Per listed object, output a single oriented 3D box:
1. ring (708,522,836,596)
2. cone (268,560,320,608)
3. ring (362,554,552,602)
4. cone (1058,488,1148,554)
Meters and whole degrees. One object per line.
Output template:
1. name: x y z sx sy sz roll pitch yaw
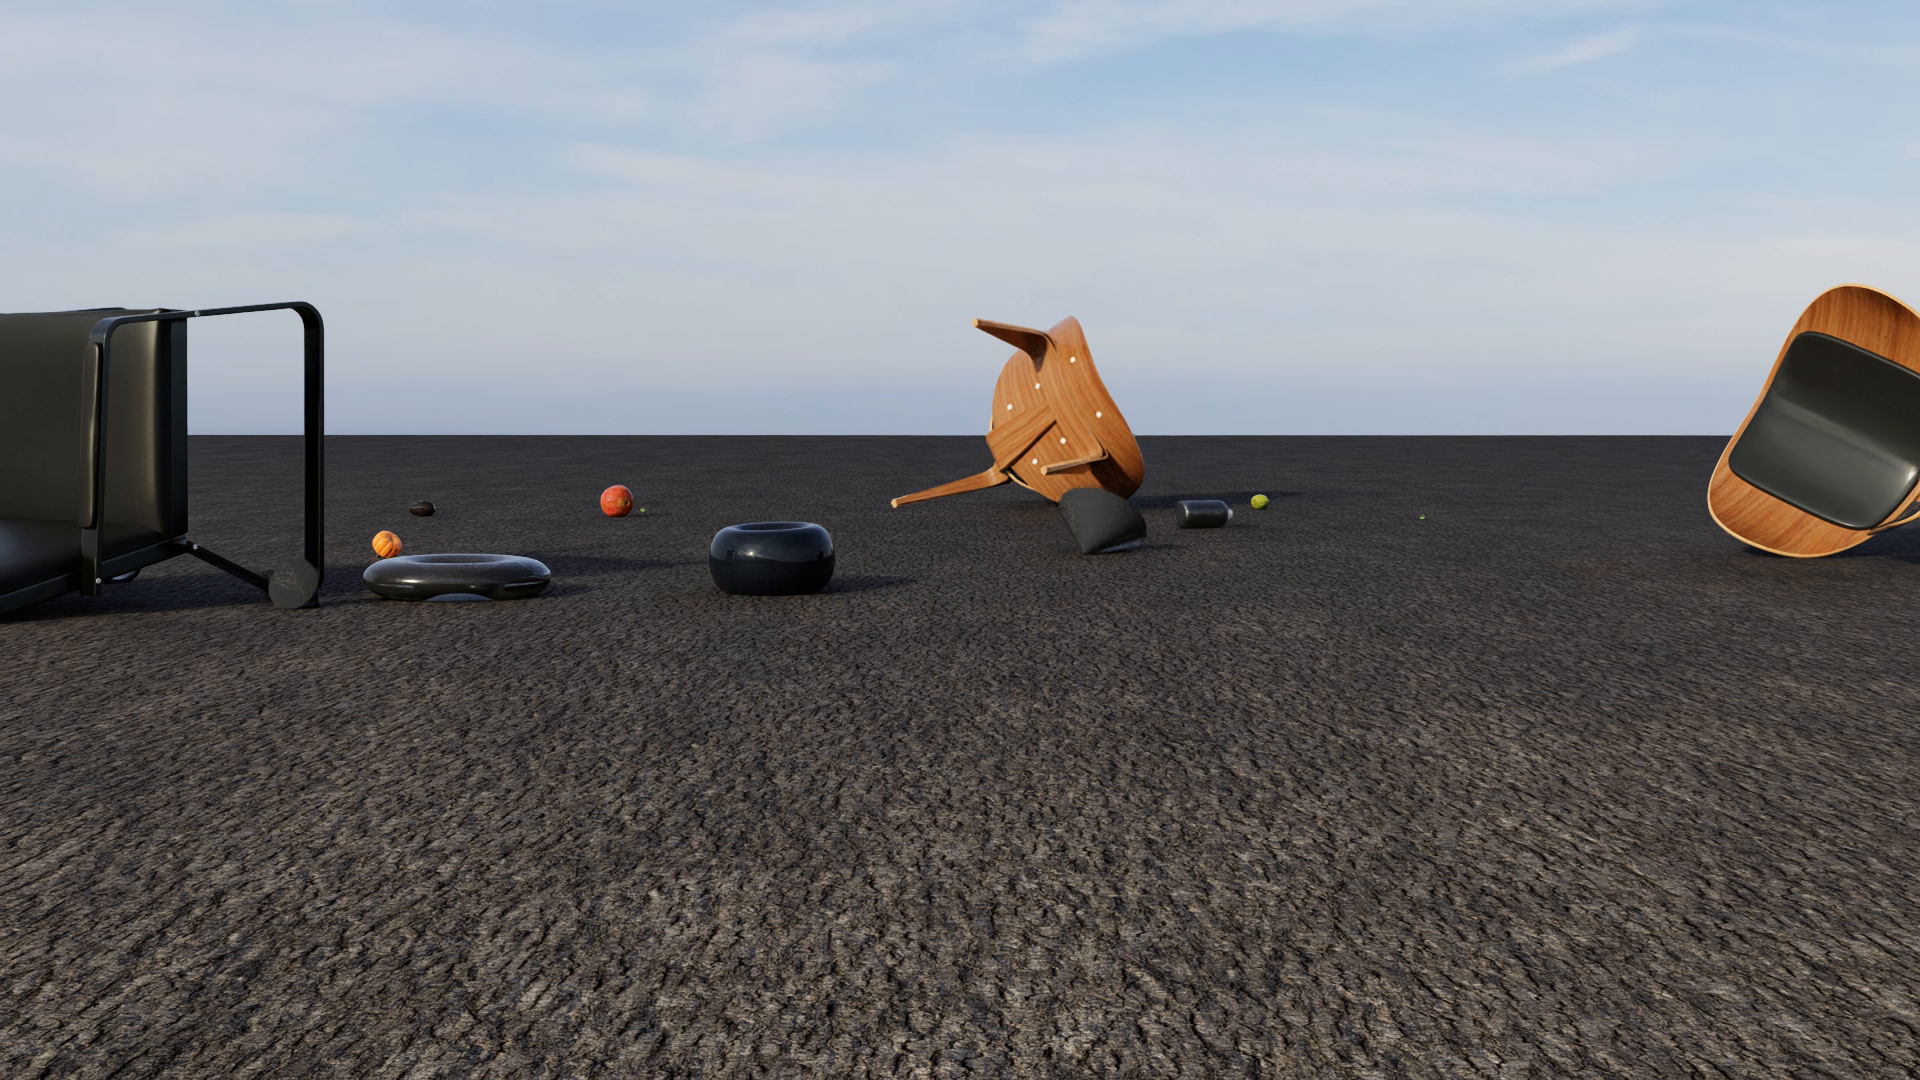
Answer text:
1. ring: -0.417 0.042 4.887 0.282 0.146 0.316 -2 5 -3
2. cone: -1.355 0.112 4.558 0.128 0.109 0.094 34 -12 33
3. ring: -1.090 0.081 4.776 0.402 0.082 0.358 -1 5 -21
4. cone: 0.364 -0.009 6.014 0.262 0.197 0.172 22 42 7
